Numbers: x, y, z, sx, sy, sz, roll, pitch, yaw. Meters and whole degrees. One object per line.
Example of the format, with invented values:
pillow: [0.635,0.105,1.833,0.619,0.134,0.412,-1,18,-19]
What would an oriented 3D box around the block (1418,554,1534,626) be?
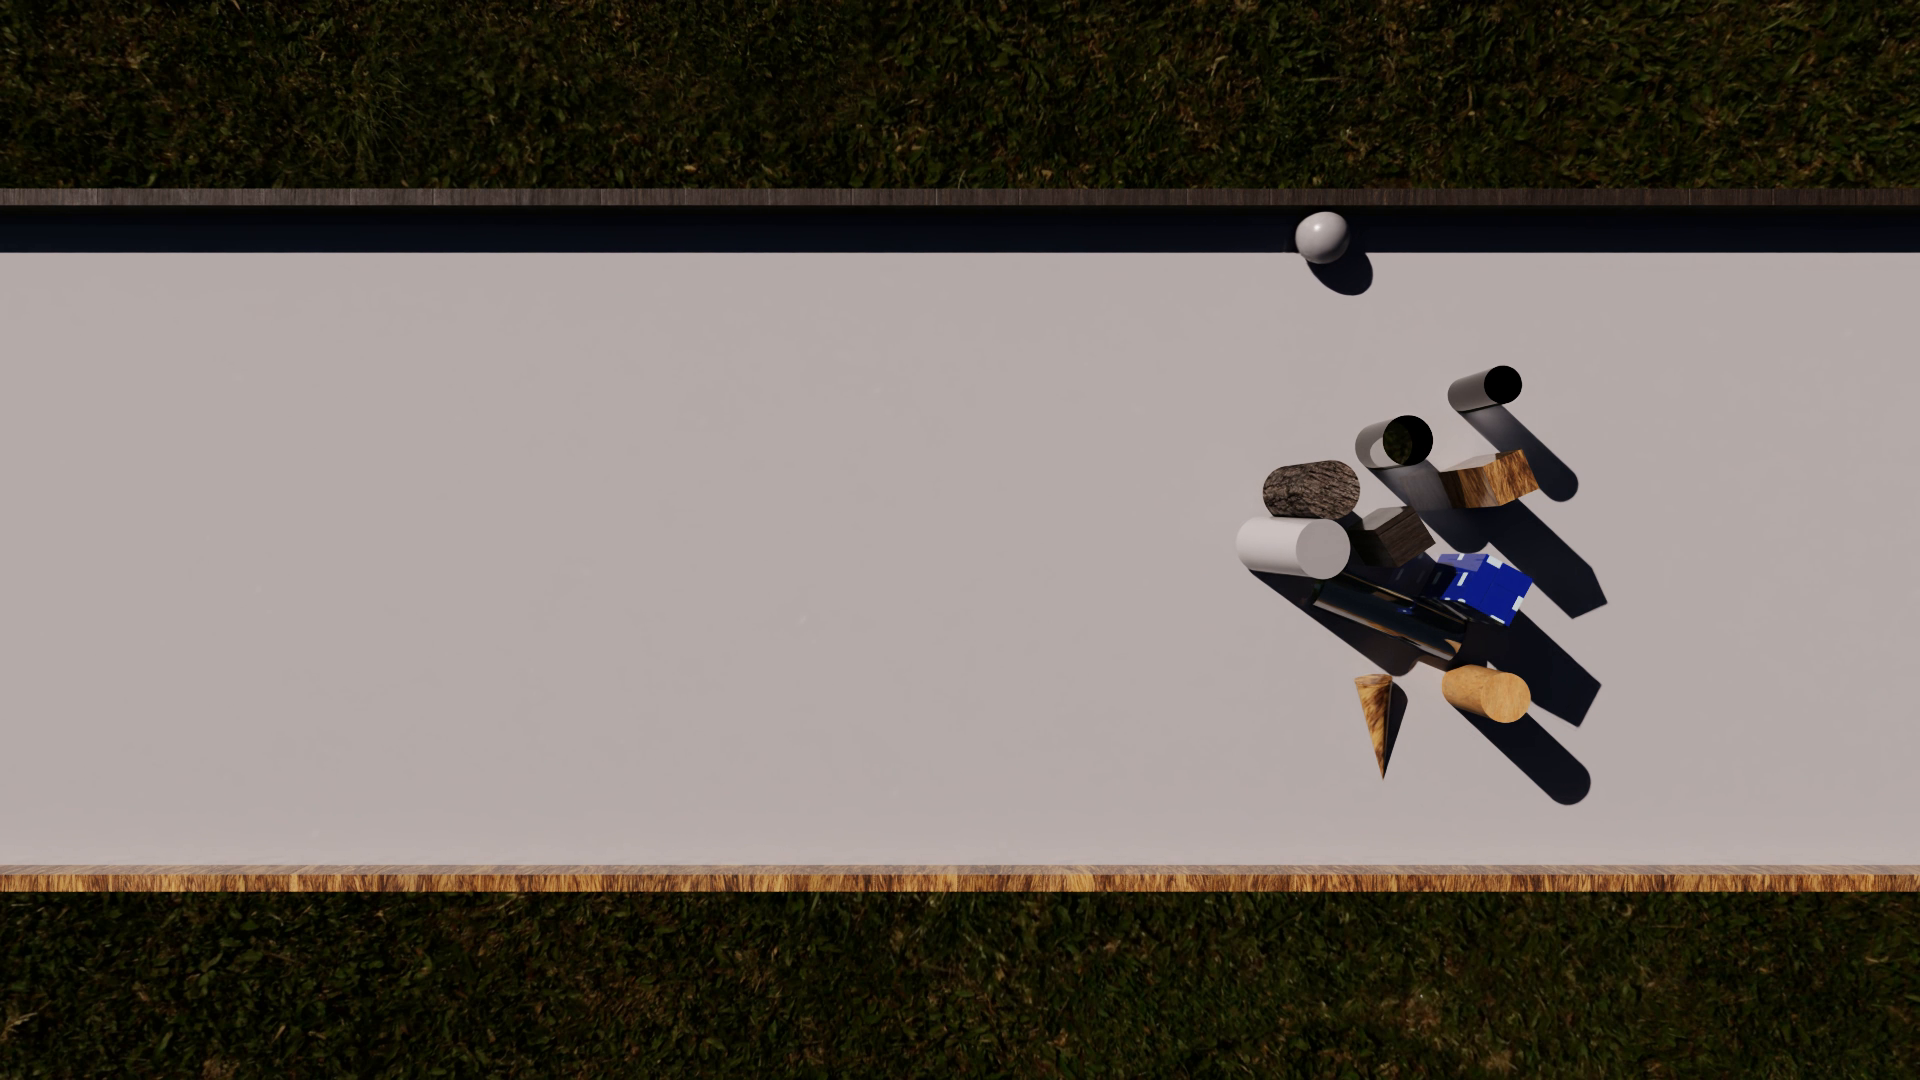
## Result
block: [1.513,0.143,4.860,0.151,0.431,0.151,28,89,0]

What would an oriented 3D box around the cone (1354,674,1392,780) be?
cone: [1.281,0.583,5.049,0.114,0.114,0.327,-8,100,0]

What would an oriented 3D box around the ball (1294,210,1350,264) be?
ball: [1.098,-0.918,4.995,0.164,0.164,0.164,0,90,0]

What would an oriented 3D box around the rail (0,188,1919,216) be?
rail: [-2.247,-1.025,5.002,12.000,0.150,0.050,0,90,0]

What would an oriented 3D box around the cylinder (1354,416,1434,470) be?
cylinder: [1.289,-0.287,4.911,0.146,0.331,0.146,0,90,0]

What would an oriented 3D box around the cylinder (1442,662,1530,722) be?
cylinder: [1.553,0.449,4.886,0.142,0.381,0.142,0,90,0]

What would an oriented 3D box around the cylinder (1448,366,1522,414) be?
cylinder: [1.556,-0.445,4.900,0.110,0.352,0.110,0,90,0]

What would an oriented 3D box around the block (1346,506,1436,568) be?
block: [1.269,-0.010,4.888,0.128,0.377,0.128,-33,90,0]

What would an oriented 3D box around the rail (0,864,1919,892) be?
rail: [-2.247,1.025,5.001,12.000,0.150,0.050,0,90,0]

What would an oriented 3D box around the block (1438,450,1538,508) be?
block: [1.550,-0.176,4.857,0.121,0.438,0.121,-24,90,0]

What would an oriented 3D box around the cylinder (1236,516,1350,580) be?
cylinder: [0.977,0.019,4.865,0.172,0.390,0.172,-1,92,-16]

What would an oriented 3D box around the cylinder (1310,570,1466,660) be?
cylinder: [1.300,0.218,5.009,0.446,0.136,0.136,22,90,0]

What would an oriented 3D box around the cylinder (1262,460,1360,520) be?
cylinder: [1.033,-0.143,4.875,0.169,0.386,0.169,0,90,-6]
